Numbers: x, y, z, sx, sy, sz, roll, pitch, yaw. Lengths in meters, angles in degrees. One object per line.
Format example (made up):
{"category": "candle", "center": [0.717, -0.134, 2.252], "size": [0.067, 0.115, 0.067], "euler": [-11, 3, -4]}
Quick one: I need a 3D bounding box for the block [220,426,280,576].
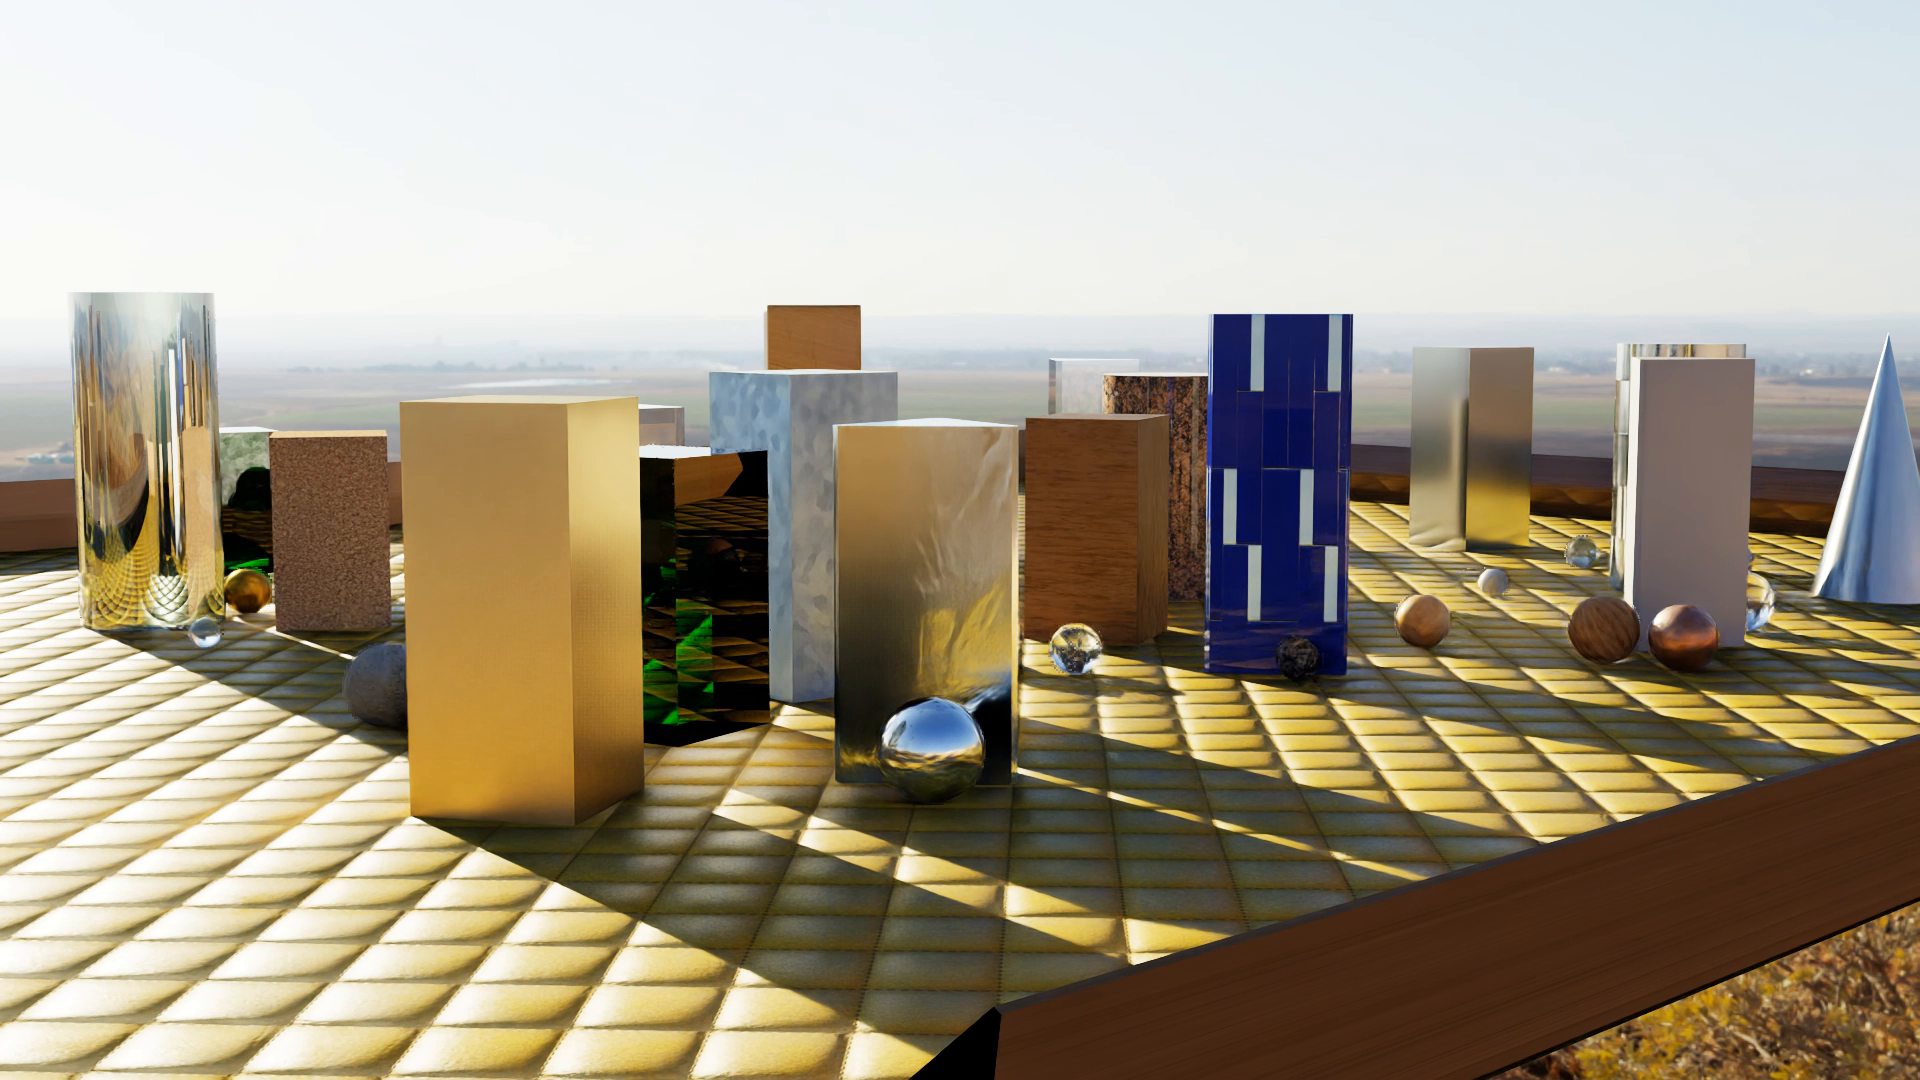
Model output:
{"category": "block", "center": [-1.260, -0.068, 3.760], "size": [0.157, 0.241, 0.157], "euler": [-4, 7, -31]}

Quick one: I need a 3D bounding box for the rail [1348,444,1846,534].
{"category": "rail", "center": [1.424, -0.104, 4.639], "size": [0.045, 0.127, 3.462], "euler": [-5, 8, -42]}

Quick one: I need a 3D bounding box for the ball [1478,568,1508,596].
{"category": "ball", "center": [0.830, 0.066, 3.422], "size": [0.045, 0.045, 0.045], "euler": [0, 6, 0]}

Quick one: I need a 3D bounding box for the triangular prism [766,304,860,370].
{"category": "triangular prism", "center": [-0.244, -0.198, 3.982], "size": [0.170, 0.453, 0.147], "euler": [1, 6, 13]}

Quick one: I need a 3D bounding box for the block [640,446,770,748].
{"category": "block", "center": [-0.313, 0.054, 2.338], "size": [0.157, 0.295, 0.157], "euler": [4, 7, 32]}

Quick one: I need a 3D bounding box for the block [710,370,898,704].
{"category": "block", "center": [-0.183, -0.011, 2.588], "size": [0.157, 0.373, 0.157], "euler": [-5, 8, -41]}

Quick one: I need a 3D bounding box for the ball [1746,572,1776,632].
{"category": "ball", "center": [1.085, 0.085, 3.047], "size": [0.085, 0.085, 0.085], "euler": [0, 6, 0]}

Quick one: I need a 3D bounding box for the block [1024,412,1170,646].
{"category": "block", "center": [0.189, -0.019, 3.012], "size": [0.157, 0.300, 0.157], "euler": [2, 6, 20]}

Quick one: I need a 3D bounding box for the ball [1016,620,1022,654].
{"category": "ball", "center": [0.036, 0.120, 2.734], "size": [0.081, 0.081, 0.081], "euler": [0, 6, 0]}

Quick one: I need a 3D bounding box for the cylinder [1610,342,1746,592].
{"category": "cylinder", "center": [1.144, -0.117, 3.509], "size": [0.196, 0.392, 0.196], "euler": [0, 6, 0]}

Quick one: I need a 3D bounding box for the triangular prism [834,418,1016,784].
{"category": "triangular prism", "center": [-0.027, 0.054, 2.130], "size": [0.170, 0.338, 0.147], "euler": [0, 6, 4]}

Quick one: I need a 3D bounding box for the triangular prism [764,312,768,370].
{"category": "triangular prism", "center": [-0.274, -0.231, 4.352], "size": [0.170, 0.442, 0.147], "euler": [4, 7, 33]}

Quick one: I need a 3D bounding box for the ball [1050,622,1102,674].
{"category": "ball", "center": [0.142, 0.133, 2.692], "size": [0.064, 0.064, 0.064], "euler": [0, 6, 0]}

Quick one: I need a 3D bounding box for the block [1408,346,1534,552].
{"category": "block", "center": [0.961, -0.175, 4.140], "size": [0.157, 0.376, 0.157], "euler": [-3, 7, -29]}

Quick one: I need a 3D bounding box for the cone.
{"category": "cone", "center": [1.435, -0.117, 3.420], "size": [0.196, 0.410, 0.196], "euler": [0, 6, 0]}

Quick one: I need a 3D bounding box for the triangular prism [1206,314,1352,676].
{"category": "triangular prism", "center": [0.396, -0.062, 2.749], "size": [0.170, 0.440, 0.147], "euler": [1, 6, 7]}

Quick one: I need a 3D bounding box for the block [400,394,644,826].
{"category": "block", "center": [-0.390, 0.056, 1.979], "size": [0.157, 0.365, 0.157], "euler": [2, 6, 14]}

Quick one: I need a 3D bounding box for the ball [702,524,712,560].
{"category": "ball", "center": [-0.419, 0.003, 3.880], "size": [0.076, 0.076, 0.076], "euler": [0, 6, 0]}

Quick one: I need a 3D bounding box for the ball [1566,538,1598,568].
{"category": "ball", "center": [1.077, 0.022, 3.804], "size": [0.053, 0.053, 0.053], "euler": [0, 6, 0]}

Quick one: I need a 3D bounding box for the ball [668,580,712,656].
{"category": "ball", "center": [-0.326, 0.101, 2.830], "size": [0.098, 0.098, 0.098], "euler": [0, 6, 0]}

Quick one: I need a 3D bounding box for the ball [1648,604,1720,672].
{"category": "ball", "center": [0.893, 0.121, 2.712], "size": [0.084, 0.084, 0.084], "euler": [0, 6, 0]}

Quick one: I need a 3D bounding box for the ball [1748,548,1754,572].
{"category": "ball", "center": [1.275, 0.035, 3.627], "size": [0.064, 0.064, 0.064], "euler": [0, 6, 0]}

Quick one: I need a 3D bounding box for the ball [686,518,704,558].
{"category": "ball", "center": [-0.495, -0.002, 3.947], "size": [0.072, 0.072, 0.072], "euler": [0, 6, 0]}

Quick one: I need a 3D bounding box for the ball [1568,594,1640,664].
{"category": "ball", "center": [0.813, 0.113, 2.775], "size": [0.087, 0.087, 0.087], "euler": [0, 6, 0]}

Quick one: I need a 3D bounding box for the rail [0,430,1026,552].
{"category": "rail", "center": [-1.158, -0.097, 4.580], "size": [3.924, 0.127, 0.045], "euler": [-5, 8, -42]}

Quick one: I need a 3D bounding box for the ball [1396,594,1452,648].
{"category": "ball", "center": [0.613, 0.107, 2.908], "size": [0.071, 0.071, 0.071], "euler": [0, 6, 0]}

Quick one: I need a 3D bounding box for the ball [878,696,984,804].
{"category": "ball", "center": [-0.026, 0.190, 1.990], "size": [0.096, 0.096, 0.096], "euler": [0, 6, 0]}

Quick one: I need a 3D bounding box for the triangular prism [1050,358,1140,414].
{"category": "triangular prism", "center": [0.198, -0.133, 3.813], "size": [0.170, 0.360, 0.147], "euler": [-4, 7, -32]}

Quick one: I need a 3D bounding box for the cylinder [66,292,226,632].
{"category": "cylinder", "center": [-1.155, -0.116, 3.127], "size": [0.196, 0.469, 0.196], "euler": [0, 6, 0]}

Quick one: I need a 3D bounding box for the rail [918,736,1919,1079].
{"category": "rail", "center": [1.158, 0.164, 2.084], "size": [3.924, 0.127, 0.045], "euler": [-5, 8, -42]}

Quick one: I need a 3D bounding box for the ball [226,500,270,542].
{"category": "ball", "center": [-1.377, -0.038, 4.249], "size": [0.080, 0.080, 0.080], "euler": [0, 6, 0]}

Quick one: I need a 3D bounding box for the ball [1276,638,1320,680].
{"category": "ball", "center": [0.407, 0.143, 2.651], "size": [0.052, 0.052, 0.052], "euler": [0, 6, 0]}

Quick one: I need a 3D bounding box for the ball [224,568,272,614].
{"category": "ball", "center": [-1.046, 0.075, 3.230], "size": [0.067, 0.067, 0.067], "euler": [0, 6, 0]}

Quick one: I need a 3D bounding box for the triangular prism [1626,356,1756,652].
{"category": "triangular prism", "center": [0.942, -0.054, 2.952], "size": [0.170, 0.381, 0.147], "euler": [-2, 6, -17]}

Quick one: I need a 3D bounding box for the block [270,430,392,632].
{"category": "block", "center": [-0.897, -0.017, 3.140], "size": [0.157, 0.269, 0.157], "euler": [-2, 6, -15]}

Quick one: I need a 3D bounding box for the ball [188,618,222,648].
{"category": "ball", "center": [-0.996, 0.123, 2.902], "size": [0.041, 0.041, 0.041], "euler": [0, 6, 0]}

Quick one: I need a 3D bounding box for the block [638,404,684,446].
{"category": "block", "center": [-0.564, -0.078, 3.640], "size": [0.157, 0.286, 0.157], "euler": [-5, 8, -39]}

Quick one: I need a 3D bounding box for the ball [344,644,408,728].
{"category": "ball", "center": [-0.612, 0.156, 2.350], "size": [0.090, 0.090, 0.090], "euler": [0, 6, 0]}

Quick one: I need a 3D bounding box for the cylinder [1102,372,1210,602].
{"category": "cylinder", "center": [0.320, -0.088, 3.453], "size": [0.196, 0.344, 0.196], "euler": [0, 6, 0]}
